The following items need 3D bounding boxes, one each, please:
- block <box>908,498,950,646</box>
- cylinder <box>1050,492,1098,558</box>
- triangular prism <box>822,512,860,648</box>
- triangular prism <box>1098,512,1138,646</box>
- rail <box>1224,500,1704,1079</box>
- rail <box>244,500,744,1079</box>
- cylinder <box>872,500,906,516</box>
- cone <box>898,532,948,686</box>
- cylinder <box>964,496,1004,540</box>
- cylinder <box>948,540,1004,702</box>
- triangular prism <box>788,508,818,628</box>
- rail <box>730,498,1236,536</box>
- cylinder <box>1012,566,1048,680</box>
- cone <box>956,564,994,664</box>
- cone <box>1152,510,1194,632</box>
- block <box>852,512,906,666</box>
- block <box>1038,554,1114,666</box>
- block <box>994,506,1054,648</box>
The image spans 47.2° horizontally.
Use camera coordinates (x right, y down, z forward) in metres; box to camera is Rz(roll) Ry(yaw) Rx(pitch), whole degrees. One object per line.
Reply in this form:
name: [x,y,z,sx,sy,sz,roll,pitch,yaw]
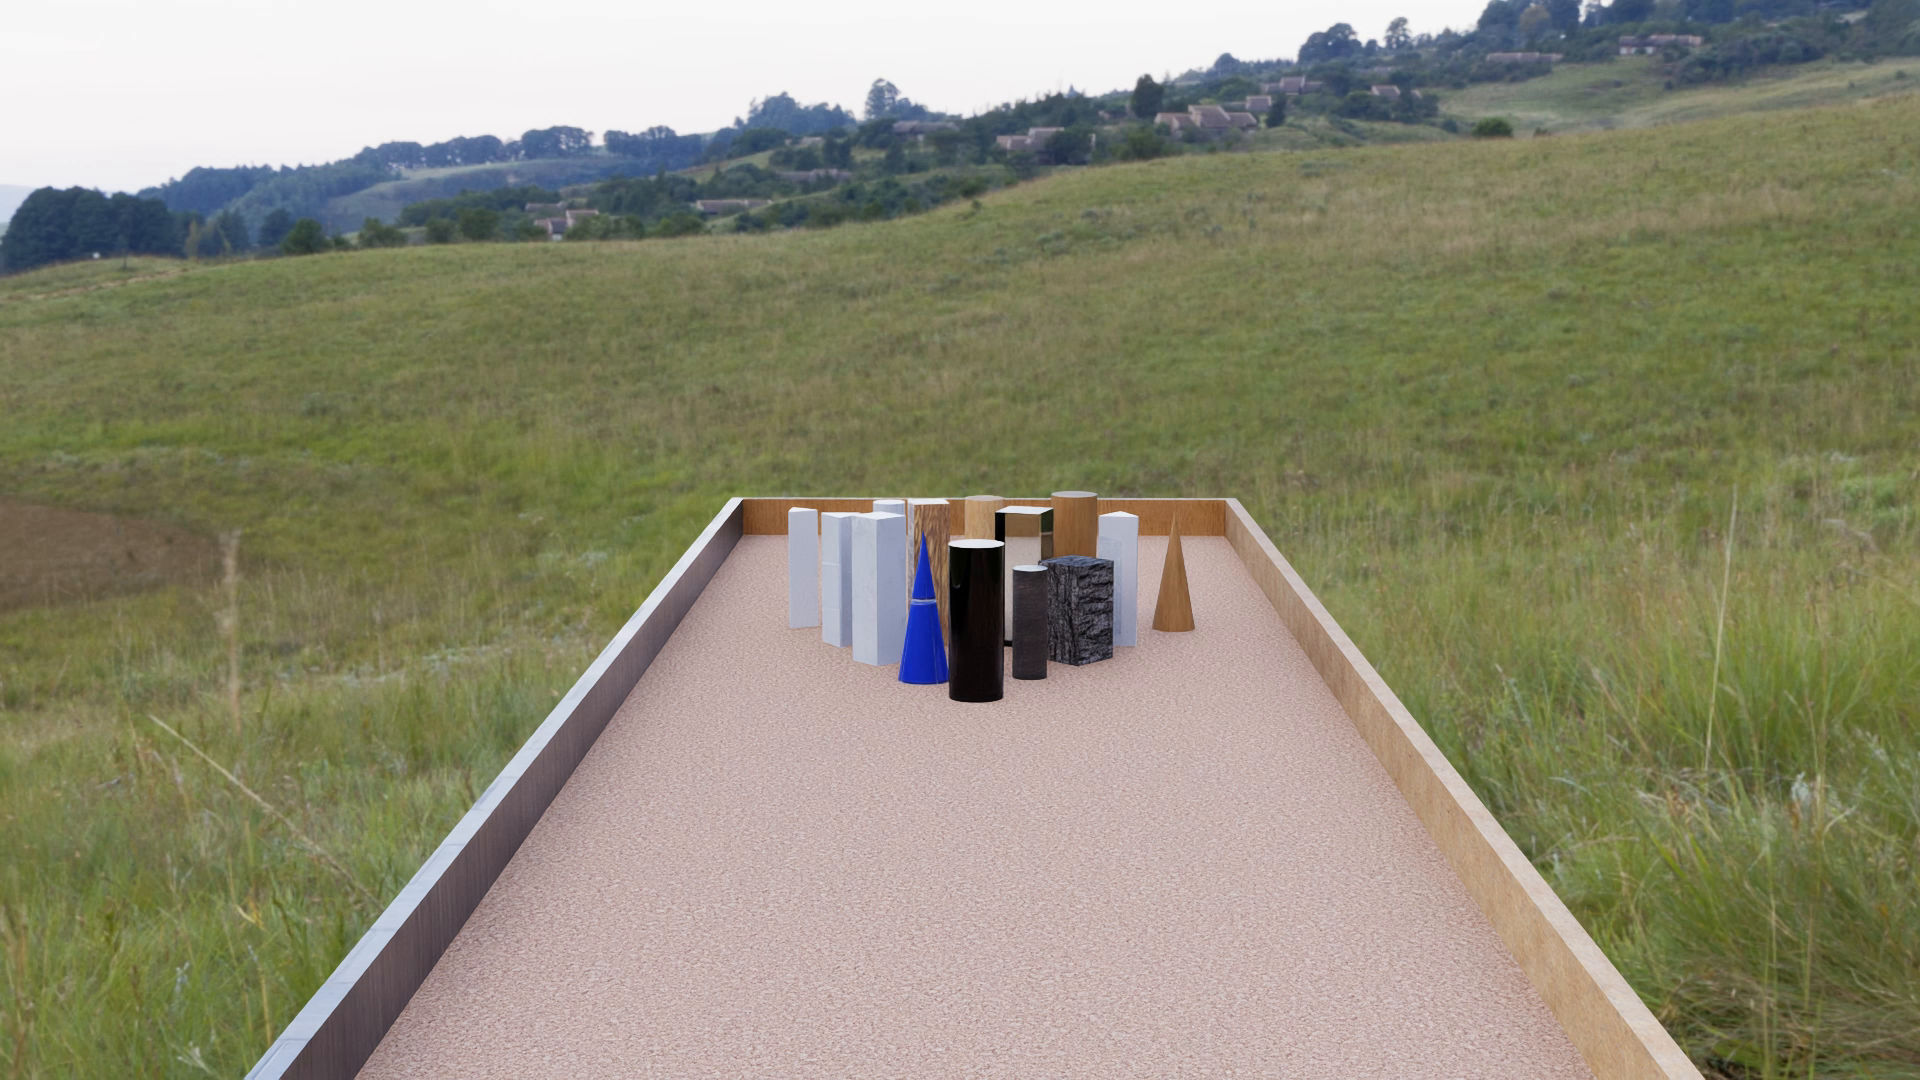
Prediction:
block: [-0.098,0.103,6.916,0.113,0.452,0.113,-2,9,-11]
cylinder: [0.372,0.065,7.212,0.150,0.434,0.150,0,9,0]
triangular prism: [-0.359,0.122,6.927,0.105,0.411,0.122,-5,10,-31]
triangular prism: [0.501,0.121,6.935,0.122,0.411,0.105,1,9,8]
rail: [1.046,0.843,3.208,0.050,0.150,12.000,0,9,1]
rail: [-1.004,0.839,3.234,0.050,0.150,12.000,0,9,1]
cylinder: [-0.231,0.081,7.179,0.104,0.414,0.104,0,9,0]
cone: [-0.105,0.189,6.397,0.154,0.445,0.154,0,9,0]
cylinder: [0.079,0.075,7.166,0.127,0.428,0.127,0,9,0]
cylinder: [0.046,0.226,6.183,0.157,0.438,0.157,0,9,0]
triangular prism: [-0.528,0.089,7.217,0.100,0.385,0.086,-4,10,-25]
rail: [0.099,-0.098,9.147,2.100,0.150,0.050,0,9,1]
cylinder: [0.205,0.242,6.447,0.103,0.324,0.103,0,9,0]
cone: [0.043,0.213,6.688,0.117,0.305,0.117,0,9,0]
cone: [0.699,0.092,7.165,0.141,0.395,0.141,0,9,0]
block: [-0.245,0.147,6.657,0.116,0.447,0.116,-8,12,-42]
block: [0.352,0.212,6.703,0.163,0.302,0.163,8,12,43]
block: [0.202,0.116,6.920,0.144,0.425,0.144,3,10,21]
